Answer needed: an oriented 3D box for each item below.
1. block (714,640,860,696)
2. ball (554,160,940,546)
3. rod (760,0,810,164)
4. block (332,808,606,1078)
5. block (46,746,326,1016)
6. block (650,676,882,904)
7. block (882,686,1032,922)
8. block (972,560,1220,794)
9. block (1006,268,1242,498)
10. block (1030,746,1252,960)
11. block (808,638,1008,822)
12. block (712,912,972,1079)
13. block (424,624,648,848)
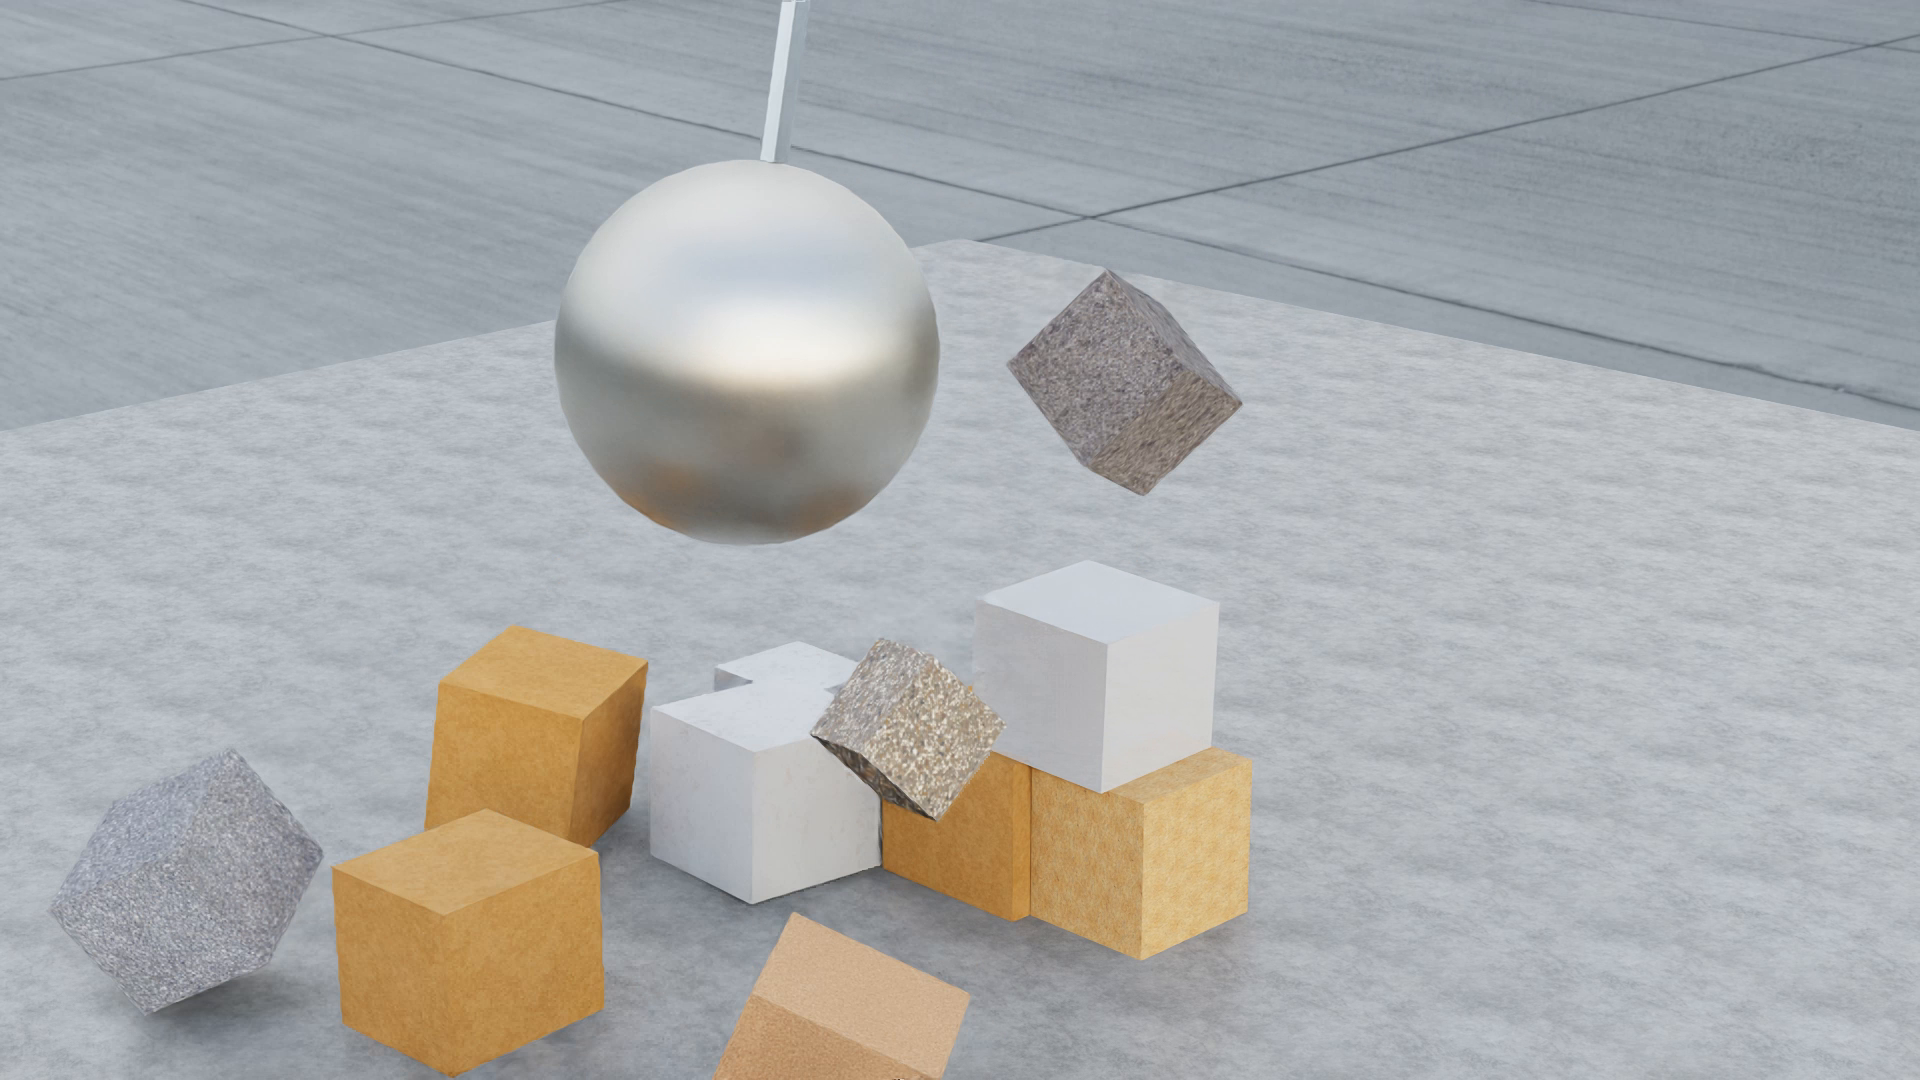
[{"bbox_3d":[-0.798,0.909,14.475,0.547,0.585,0.612,-16,24,-42],"label":"block"},{"bbox_3d":[-0.882,-0.772,12.175,1.600,1.600,1.600,0,17,0],"label":"ball"},{"bbox_3d":[-0.382,-4.095,11.654,0.080,5.200,0.080,17,12,42],"label":"rod"},{"bbox_3d":[-2.003,1.630,11.990,0.704,0.700,0.807,15,23,39],"label":"block"},{"bbox_3d":[-3.182,1.406,12.099,0.687,0.626,0.699,-24,27,24],"label":"block"},{"bbox_3d":[-0.879,1.132,13.483,0.792,0.718,0.751,-12,21,-41],"label":"block"},{"bbox_3d":[0.237,1.158,13.419,0.828,0.744,0.846,17,24,42],"label":"block"},{"bbox_3d":[0.588,0.584,12.878,0.765,0.681,0.747,19,25,40],"label":"block"},{"bbox_3d":[0.689,-0.650,12.258,0.604,0.586,0.568,54,15,28],"label":"block"},{"bbox_3d":[0.798,1.316,12.946,0.713,0.726,0.656,-17,24,-42],"label":"block"},{"bbox_3d":[-0.195,0.712,11.037,0.455,0.452,0.385,-54,31,-14],"label":"block"},{"bbox_3d":[-0.485,1.935,10.571,0.723,0.745,0.678,25,20,1],"label":"block"},{"bbox_3d":[-1.982,0.969,13.766,0.706,0.781,0.806,14,21,12],"label":"block"}]
